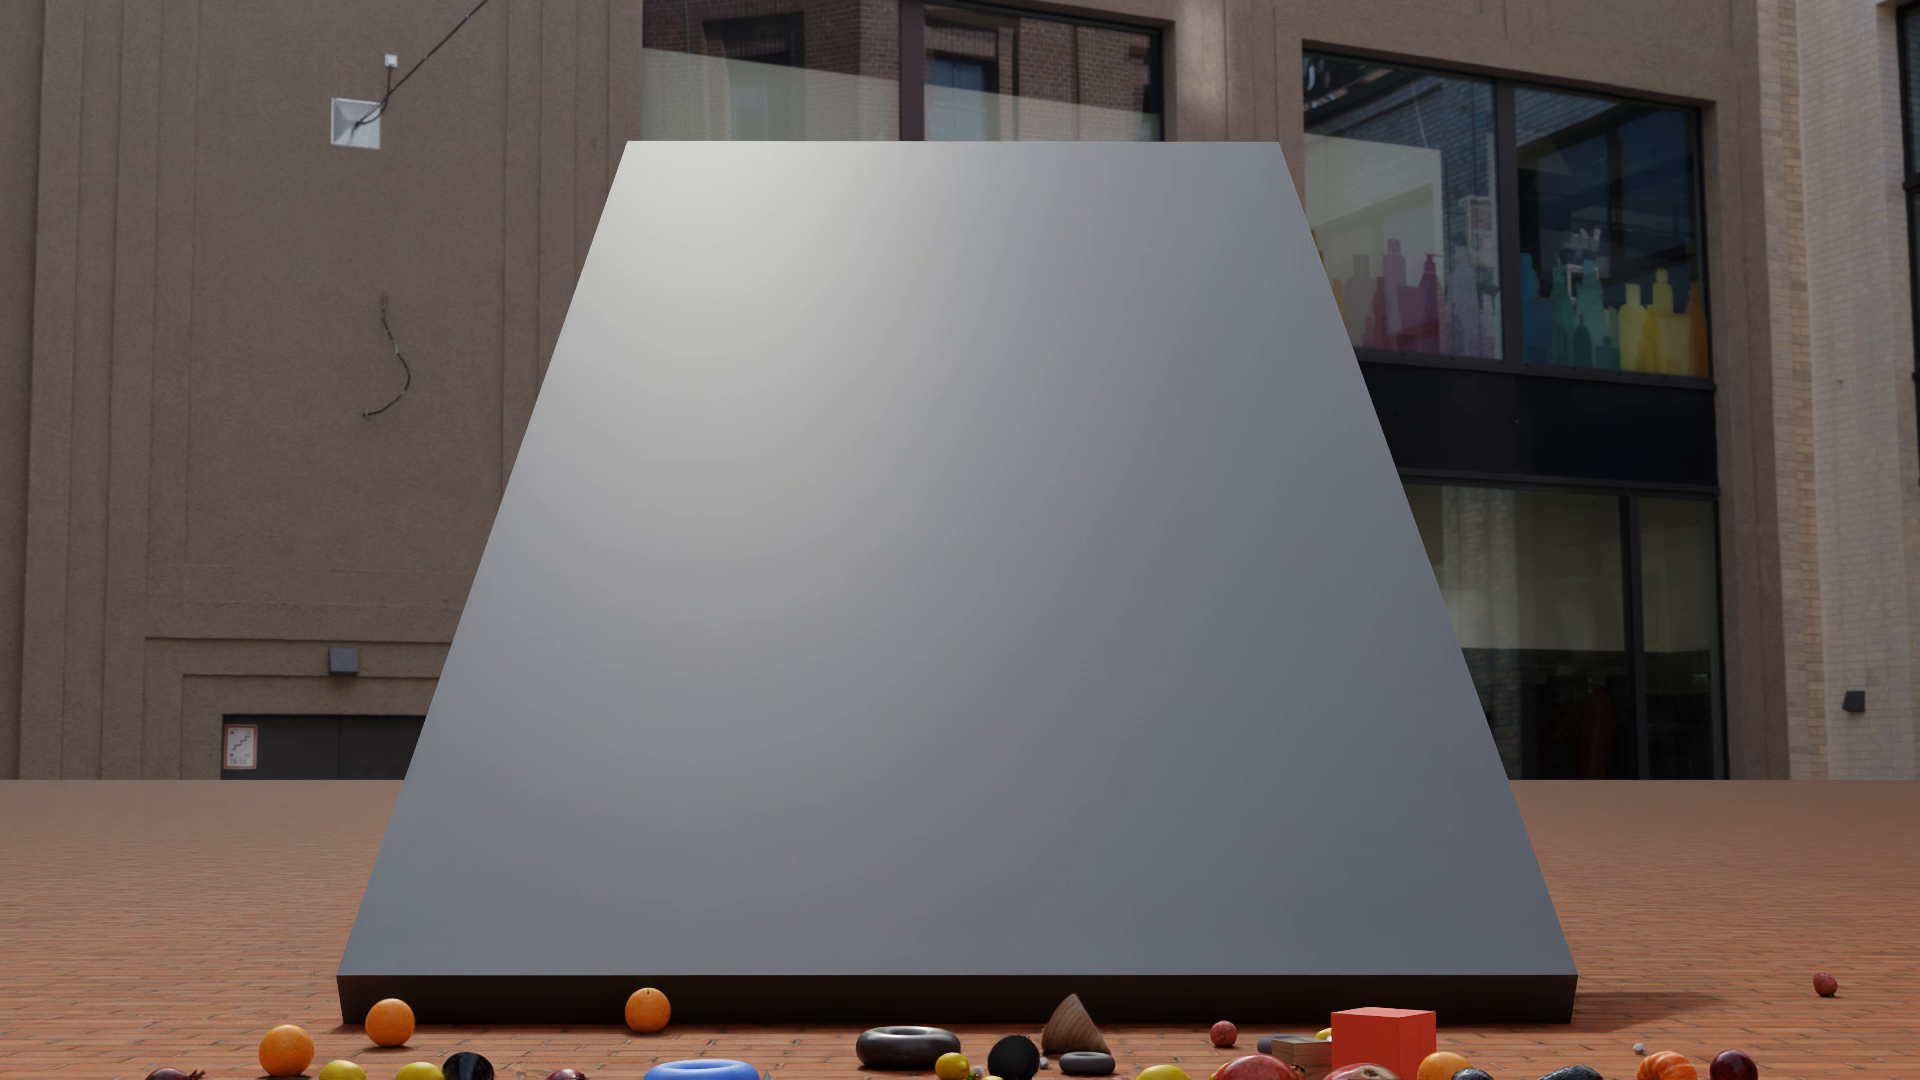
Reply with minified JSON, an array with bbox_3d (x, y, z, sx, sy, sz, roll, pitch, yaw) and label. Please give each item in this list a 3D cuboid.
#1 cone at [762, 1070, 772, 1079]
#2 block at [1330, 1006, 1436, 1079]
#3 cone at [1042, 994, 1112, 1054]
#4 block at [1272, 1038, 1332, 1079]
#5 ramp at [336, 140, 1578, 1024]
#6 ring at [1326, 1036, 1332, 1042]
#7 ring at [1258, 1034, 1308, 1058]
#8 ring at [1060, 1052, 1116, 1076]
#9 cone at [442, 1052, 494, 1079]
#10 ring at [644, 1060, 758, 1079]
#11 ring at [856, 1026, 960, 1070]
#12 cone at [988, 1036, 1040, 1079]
[{"bbox_3d":[-0.215,0.628,2.663,0.078,0.078,0.078,0,-6,0],"label":"cone"},{"bbox_3d":[0.547,0.659,3.094,0.098,0.098,0.098,-4,-7,38],"label":"block"},{"bbox_3d":[0.183,0.727,3.493,0.094,0.094,0.094,27,7,26],"label":"cone"},{"bbox_3d":[0.448,0.684,3.140,0.057,0.057,0.057,2,-6,-22],"label":"block"},{"bbox_3d":[-0.012,-0.218,5.637,2.000,0.100,4.000,0,29,0],"label":"ramp"},{"bbox_3d":[0.568,0.720,3.398,0.108,0.036,0.108,1,-5,0],"label":"ring"},{"bbox_3d":[0.470,0.729,3.445,0.086,0.029,0.086,0,-4,0],"label":"ring"},{"bbox_3d":[0.173,0.712,3.262,0.077,0.026,0.077,1,-5,0],"label":"ring"},{"bbox_3d":[-0.616,0.683,2.978,0.066,0.066,0.066,0,21,-3],"label":"cone"},{"bbox_3d":[-0.319,0.671,2.957,0.145,0.048,0.145,-1,-5,0],"label":"ring"},{"bbox_3d":[-0.072,0.708,3.341,0.148,0.049,0.148,1,-4,0],"label":"ring"},{"bbox_3d":[0.080,0.699,3.162,0.071,0.071,0.071,-2,-32,18],"label":"cone"}]
